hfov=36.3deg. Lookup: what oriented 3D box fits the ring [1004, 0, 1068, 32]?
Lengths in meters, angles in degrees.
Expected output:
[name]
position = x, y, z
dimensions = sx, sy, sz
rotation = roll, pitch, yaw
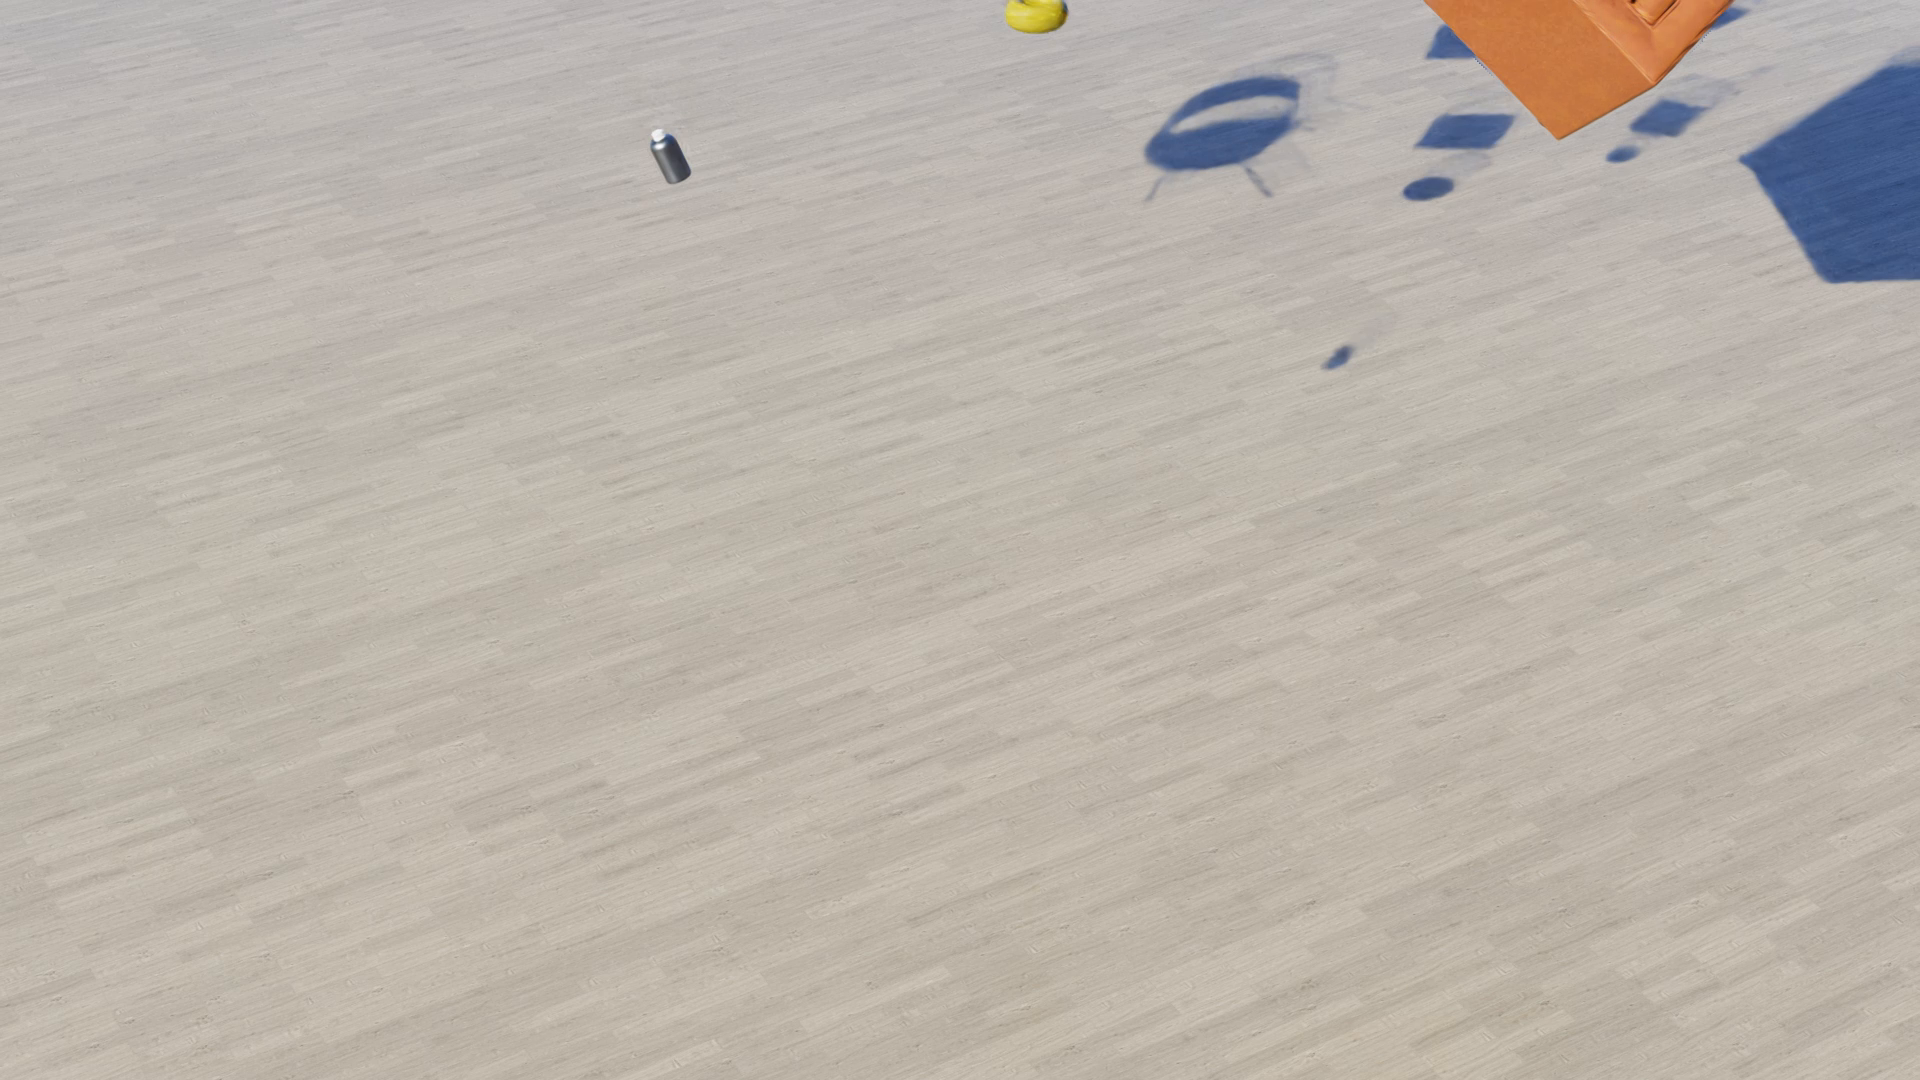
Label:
[ring]
position = 0.268, -1.848, 10.282
dimensions = 0.226, 0.101, 0.170
rotation = -4, 34, -8
